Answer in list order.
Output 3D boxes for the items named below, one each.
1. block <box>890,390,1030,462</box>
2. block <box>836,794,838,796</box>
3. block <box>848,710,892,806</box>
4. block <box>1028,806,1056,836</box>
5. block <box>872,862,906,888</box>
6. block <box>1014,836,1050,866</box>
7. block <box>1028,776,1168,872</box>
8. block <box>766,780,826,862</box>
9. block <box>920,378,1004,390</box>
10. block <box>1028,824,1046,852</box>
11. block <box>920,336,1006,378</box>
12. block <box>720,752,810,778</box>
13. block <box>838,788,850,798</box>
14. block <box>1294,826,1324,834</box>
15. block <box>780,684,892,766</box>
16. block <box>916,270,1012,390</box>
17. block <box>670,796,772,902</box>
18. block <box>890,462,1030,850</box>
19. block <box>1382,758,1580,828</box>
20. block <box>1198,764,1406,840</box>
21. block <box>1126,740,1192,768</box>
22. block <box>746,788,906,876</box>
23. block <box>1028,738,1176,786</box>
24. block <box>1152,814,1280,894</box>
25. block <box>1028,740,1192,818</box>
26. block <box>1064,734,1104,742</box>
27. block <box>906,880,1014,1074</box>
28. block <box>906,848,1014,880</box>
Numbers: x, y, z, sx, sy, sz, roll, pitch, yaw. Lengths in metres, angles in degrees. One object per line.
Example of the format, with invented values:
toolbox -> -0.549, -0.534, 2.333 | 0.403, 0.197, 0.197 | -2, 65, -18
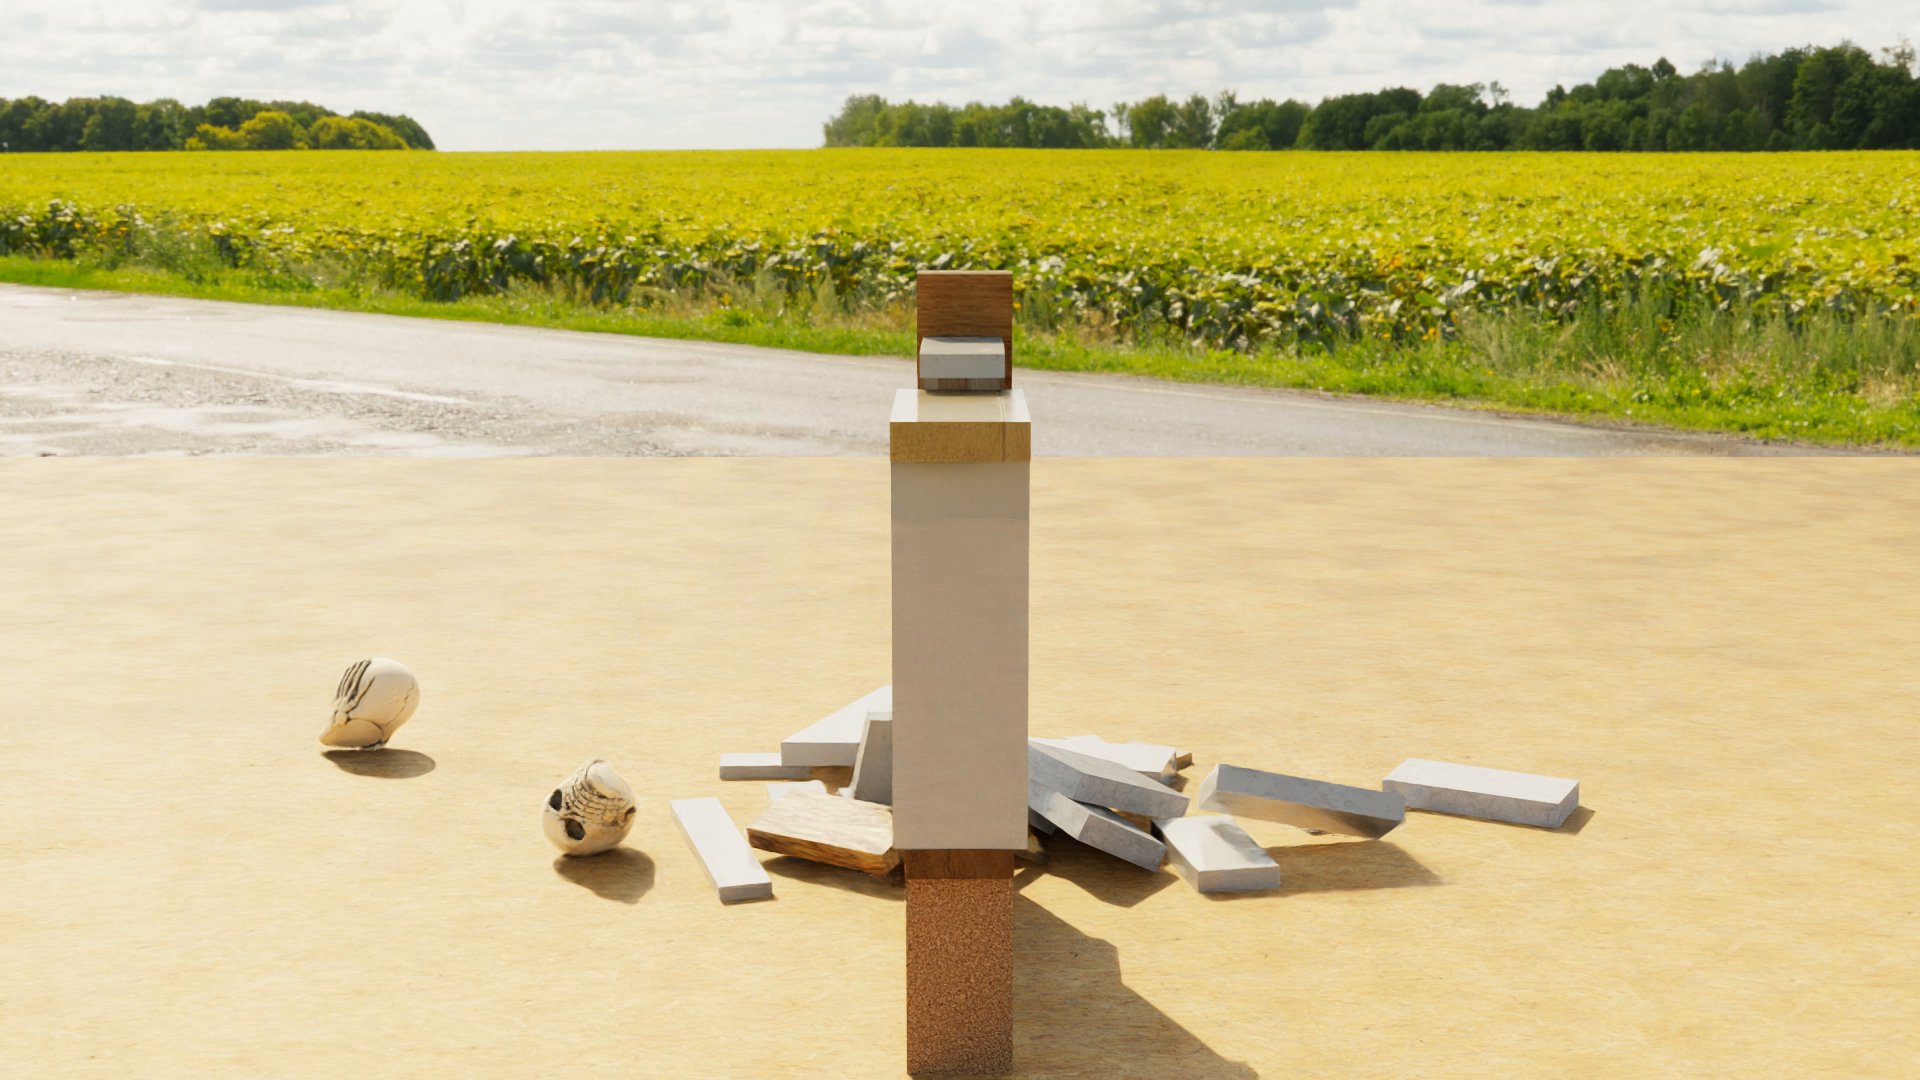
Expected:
block -> 0.000, -0.155, 2.922 | 0.176, 0.050, 0.353 | 0, 11, 0
block -> -0.219, 0.498, 4.110 | 0.070, 0.020, 0.140 | 8, 13, 36
block -> -0.132, 0.398, 3.922 | 0.102, 0.204, 0.029 | 2, 30, -19
block -> 0.100, 0.477, 4.019 | 0.108, 0.031, 0.216 | 29, -1, -15
block -> -0.092, 0.567, 3.751 | 0.105, 0.015, 0.053 | -9, 14, -40
block -> 0.079, 0.514, 3.774 | 0.175, 0.015, 0.053 | 26, 18, -37
block -> 0.166, 0.461, 3.965 | 0.175, 0.049, 0.528 | 26, 0, -28
block -> -0.278, 0.505, 3.971 | 0.102, 0.029, 0.291 | -3, 16, -13
block -> 0.004, -0.030, 3.163 | 0.119, 0.422, 0.034 | 0, 13, 0
block -> 0.112, 0.505, 3.874 | 0.015, 0.105, 0.053 | -39, 11, 3
block -> 0.004, -0.264, 3.172 | 0.119, 0.034, 0.238 | 0, 11, 0
block -> -0.386, 0.447, 4.368 | 0.177, 0.025, 0.089 | 0, 11, -2
block -> -0.143, 0.502, 3.998 | 0.108, 0.031, 0.216 | 0, 14, -19
block -> 0.678, 0.510, 4.043 | 0.140, 0.020, 0.070 | -5, 12, -27
block -> -0.178, 0.379, 4.557 | 0.165, 0.047, 0.605 | -1, 7, 18
block -> 0.008, -0.224, 3.337 | 0.143, 0.364, 0.040 | 0, 14, 1
block -> -0.427, 0.539, 3.875 | 0.089, 0.025, 0.497 | -3, 11, -17
block -> 0.000, 0.146, 2.859 | 0.176, 0.518, 0.050 | 0, 11, 0
block -> 0.984, 0.476, 4.156 | 0.330, 0.047, 0.165 | 6, 12, 28
block -> 0.598, 0.462, 3.869 | 0.330, 0.047, 0.165 | 10, -19, -2
block -> 0.391, 0.434, 4.453 | 0.140, 0.020, 0.070 | 8, 13, 38
block -> -0.212, 0.503, 3.808 | 0.285, 0.040, 0.143 | 6, 27, 31
block -> 0.238, 0.443, 4.323 | 0.349, 0.049, 0.175 | 3, 11, 15
block -> 0.439, 0.543, 3.813 | 0.143, 0.040, 0.285 | -2, 11, -11
block -> 0.248, 0.433, 3.963 | 0.175, 0.049, 0.349 | 24, 3, 40
block -> 0.268, 0.428, 4.489 | 0.070, 0.020, 0.140 | -3, 11, -15
block -> -0.001, 0.577, 2.960 | 0.143, 0.285, 0.040 | 0, 11, 0
block -> 0.000, 0.399, 3.023 | 0.143, 0.040, 0.285 | 0, 11, 0
